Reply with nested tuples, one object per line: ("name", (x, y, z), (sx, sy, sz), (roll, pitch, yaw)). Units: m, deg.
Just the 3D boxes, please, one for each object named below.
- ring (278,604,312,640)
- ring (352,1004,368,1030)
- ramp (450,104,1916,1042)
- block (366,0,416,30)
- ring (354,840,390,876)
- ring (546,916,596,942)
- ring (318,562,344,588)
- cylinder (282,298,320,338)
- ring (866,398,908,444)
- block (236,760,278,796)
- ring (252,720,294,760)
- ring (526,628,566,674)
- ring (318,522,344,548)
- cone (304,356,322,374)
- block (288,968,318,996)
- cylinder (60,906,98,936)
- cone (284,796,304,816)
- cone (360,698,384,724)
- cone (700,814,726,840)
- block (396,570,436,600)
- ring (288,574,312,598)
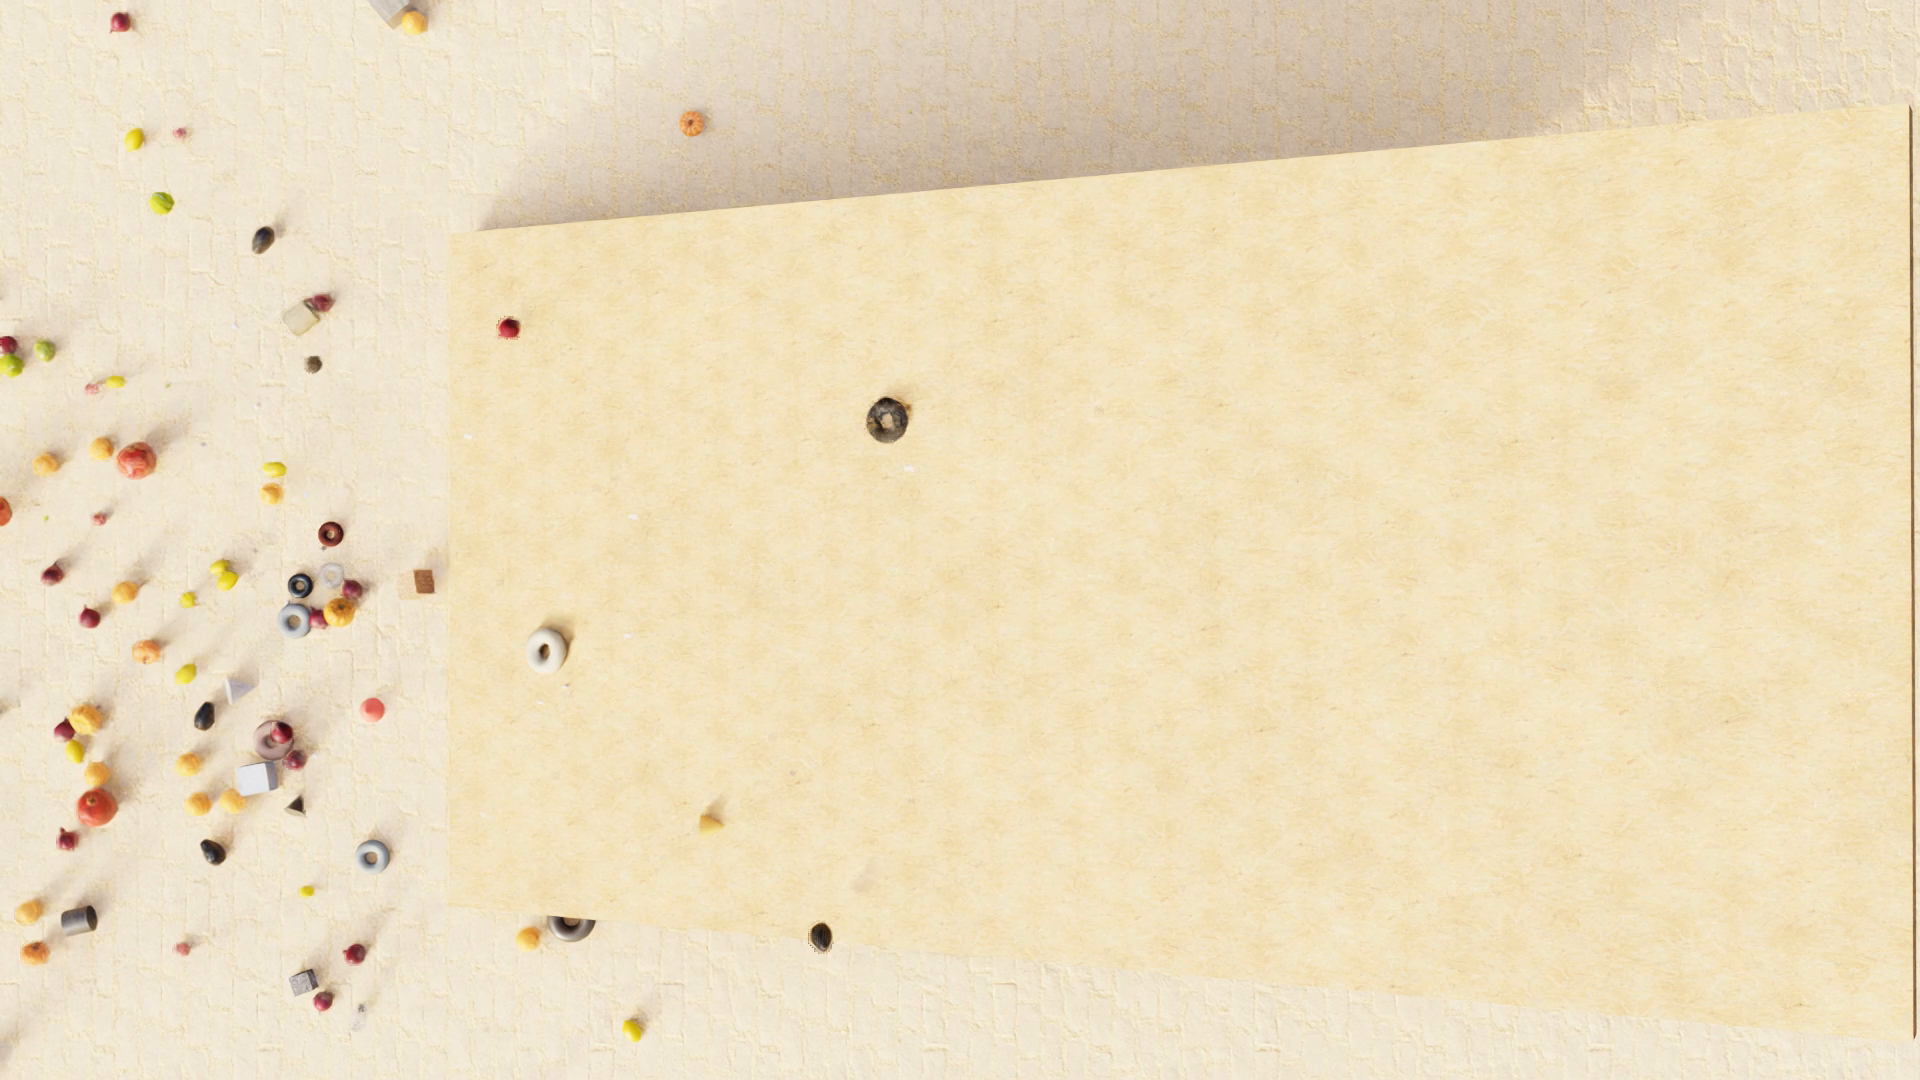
("ring", (-1.999, 0.244, 6.610), (0.109, 0.036, 0.109), (0, 90, 1))
("ring", (-1.798, 1.428, 6.581), (0.026, 0.078, 0.078), (19, 89, -33))
("ramp", (0.277, 0.078, 5.655), (4.000, 0.100, 2.000), (0, 89, 28))
("block", (-1.707, -1.606, 6.600), (0.092, 0.092, 0.092), (-40, 90, 0))
("ring", (-1.765, 0.953, 6.602), (0.106, 0.035, 0.106), (0, 88, 0))
("ring", (-1.165, 1.133, 6.594), (0.148, 0.049, 0.148), (0, 88, -1))
("ring", (-1.893, 0.106, 6.615), (0.082, 0.027, 0.082), (0, 91, -3))
("cylinder", (-1.975, -0.665, 6.591), (0.082, 0.082, 0.082), (-37, 90, 1))
("ring", (-0.194, -0.315, 5.827), (0.122, 0.041, 0.122), (0, 91, 27))
("block", (-2.102, 0.713, 6.579), (0.086, 0.086, 0.086), (-10, 89, 0))
("ring", (-2.063, 0.602, 6.604), (0.122, 0.041, 0.122), (0, 90, -1))
("ring", (-1.195, 0.322, 6.344), (0.136, 0.045, 0.136), (0, 89, 27))
("ring", (-1.894, -0.017, 6.617), (0.077, 0.026, 0.077), (0, 88, 1))
("cone", (-1.954, -0.529, 6.607), (0.056, 0.056, 0.056), (0, 89, 0))
("block", (-1.966, 1.326, 6.587), (0.058, 0.058, 0.058), (-20, 89, 0))
("cylinder", (-2.635, 1.140, 6.579), (0.077, 0.077, 0.077), (-13, 89, 0))
("cone", (-1.992, 0.792, 6.608), (0.061, 0.061, 0.061), (12, 63, 0))
("cone", (-1.771, 0.513, 6.586), (0.077, 0.077, 0.077), (0, 89, 0))
("cone", (-0.677, 0.792, 6.074), (0.072, 0.072, 0.072), (-3, 89, 2))
("block", (-1.626, 0.132, 6.564), (0.076, 0.076, 0.076), (-16, 81, 32))
("ring", (-1.985, 0.138, 6.616), (0.077, 0.026, 0.077), (0, 88, 0))
